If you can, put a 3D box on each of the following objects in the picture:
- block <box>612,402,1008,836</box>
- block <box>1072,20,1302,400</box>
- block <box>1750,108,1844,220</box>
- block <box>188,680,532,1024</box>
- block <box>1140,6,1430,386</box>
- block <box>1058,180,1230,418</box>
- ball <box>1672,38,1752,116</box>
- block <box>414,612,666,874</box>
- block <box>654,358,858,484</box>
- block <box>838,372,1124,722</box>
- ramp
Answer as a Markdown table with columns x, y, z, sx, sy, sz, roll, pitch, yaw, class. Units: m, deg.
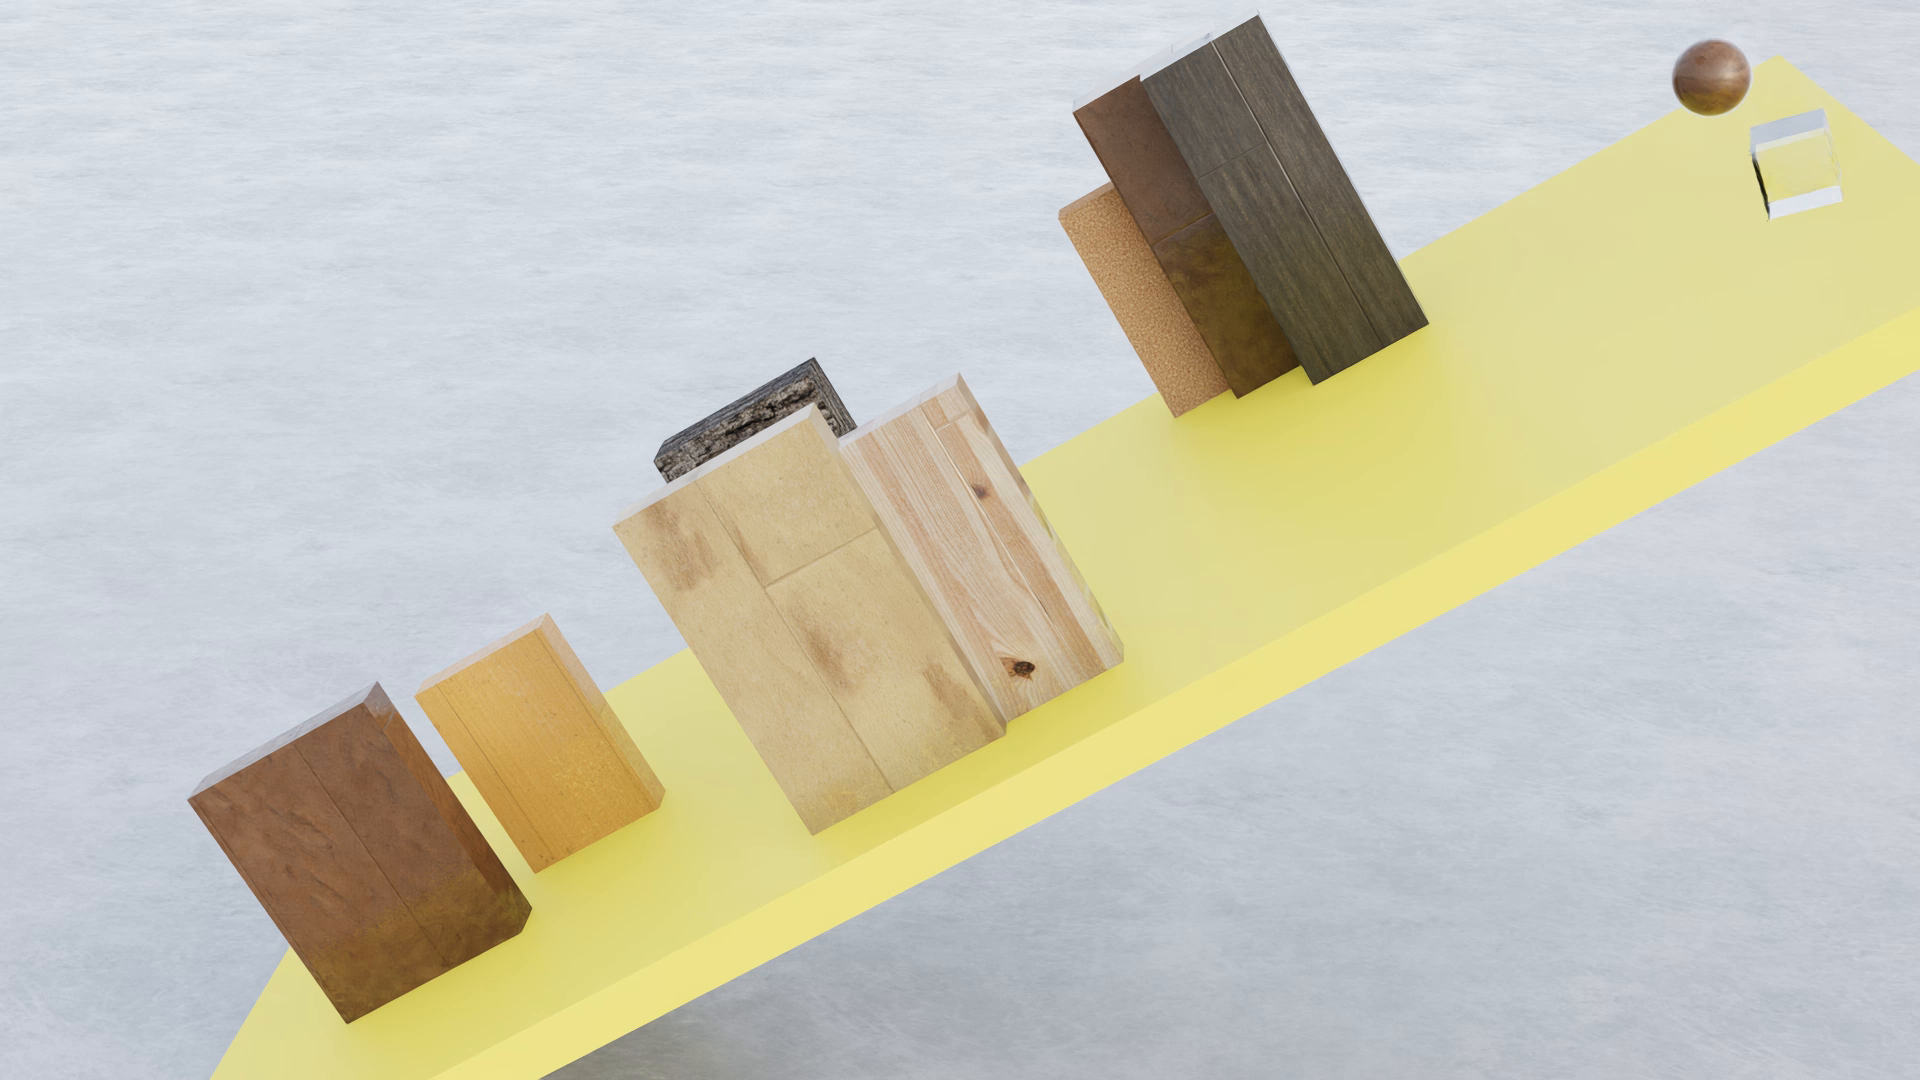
| x | y | z | sx | sy | sz | roll | pitch | yaw | class |
| --- | --- | --- | --- | --- | --- | --- | --- | --- | --- |
| -0.277 | 0.155 | 5.541 | 0.429 | 0.716 | 0.102 | -28 | 15 | 12 | block |
| 0.600 | -0.741 | 6.641 | 0.364 | 0.759 | 0.146 | -28 | 15 | 12 | block |
| 1.604 | -0.722 | 5.639 | 0.140 | 0.140 | 0.140 | -13 | 25 | 22 | block |
| -1.242 | 0.654 | 6.111 | 0.443 | 0.588 | 0.117 | -28 | 15 | 12 | block |
| 0.707 | -0.744 | 6.400 | 0.285 | 0.775 | 0.125 | -28 | 15 | 12 | block |
| 0.496 | -0.594 | 6.792 | 0.306 | 0.545 | 0.100 | -28 | 15 | 12 | block |
| 1.424 | -0.878 | 5.577 | 0.147 | 0.147 | 0.147 | 0 | 19 | 0 | ball |
| -0.904 | 0.441 | 6.352 | 0.323 | 0.476 | 0.094 | -28 | 15 | 12 | block |
| -0.318 | -0.014 | 6.333 | 0.384 | 0.642 | 0.150 | -28 | 15 | 12 | block |
| -0.006 | 0.045 | 5.545 | 0.372 | 0.623 | 0.089 | -28 | 15 | 12 | block |
| 0.142 | 0.168 | 6.285 | 4.000 | 0.100 | 2.000 | -28 | 15 | 12 | ramp |
